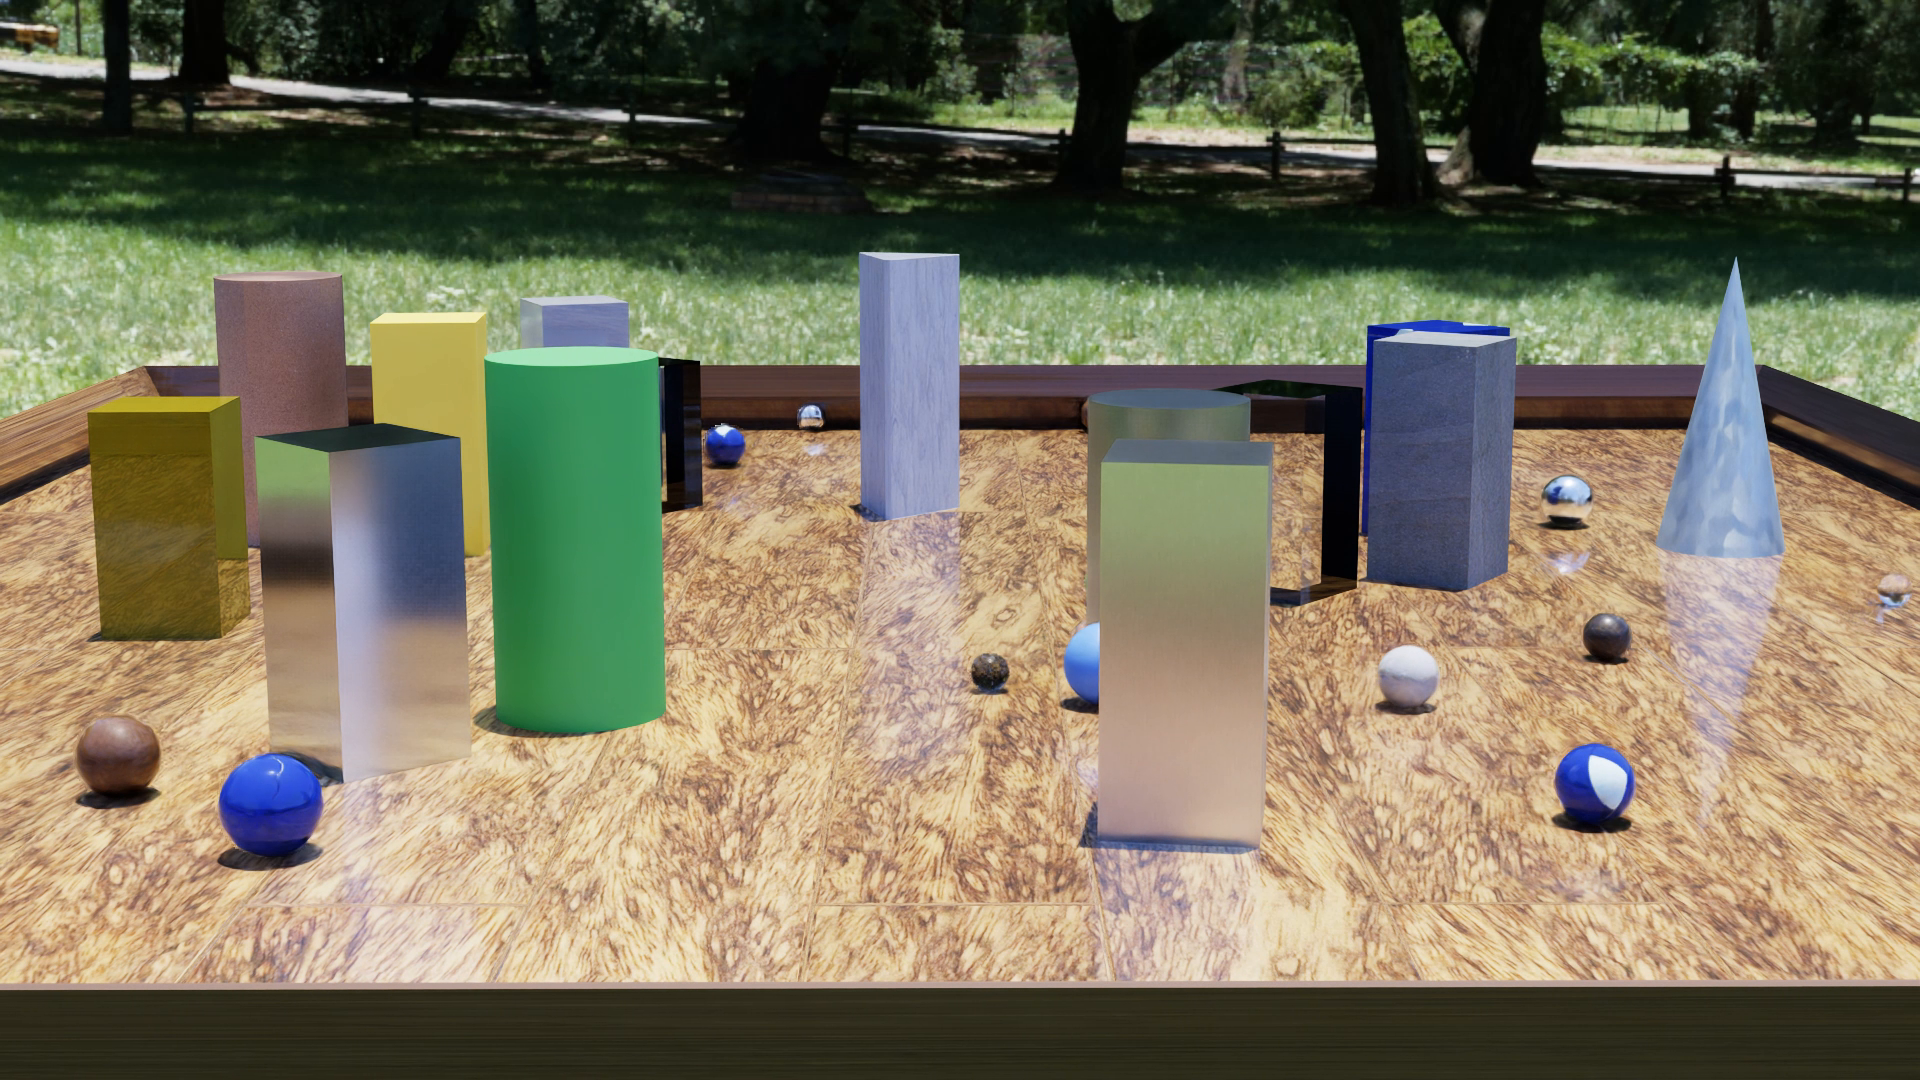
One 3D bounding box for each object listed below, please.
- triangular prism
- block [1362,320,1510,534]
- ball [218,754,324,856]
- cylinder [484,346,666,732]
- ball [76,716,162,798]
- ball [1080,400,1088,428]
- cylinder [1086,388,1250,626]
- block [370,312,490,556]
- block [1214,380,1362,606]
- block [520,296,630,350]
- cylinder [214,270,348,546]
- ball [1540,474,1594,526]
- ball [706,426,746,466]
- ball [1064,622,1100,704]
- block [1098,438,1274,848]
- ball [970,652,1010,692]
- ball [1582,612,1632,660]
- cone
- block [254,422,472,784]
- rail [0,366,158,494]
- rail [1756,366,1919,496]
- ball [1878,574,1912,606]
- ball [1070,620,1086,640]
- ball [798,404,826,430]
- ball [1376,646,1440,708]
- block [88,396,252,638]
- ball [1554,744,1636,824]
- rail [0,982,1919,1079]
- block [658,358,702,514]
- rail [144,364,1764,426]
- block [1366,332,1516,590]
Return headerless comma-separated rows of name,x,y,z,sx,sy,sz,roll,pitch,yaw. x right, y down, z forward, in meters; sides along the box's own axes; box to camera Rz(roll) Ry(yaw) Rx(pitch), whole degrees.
triangular prism,-0.111,-0.258,4.210,0.144,0.418,0.166,10,14,43
block,0.738,-0.169,3.988,0.153,0.325,0.153,-8,13,-35
ball,-0.640,0.246,2.383,0.095,0.095,0.095,0,11,0
cylinder,-0.431,-0.005,2.882,0.191,0.406,0.191,0,11,0
ball,-0.844,0.217,2.573,0.083,0.083,0.083,0,11,0
ball,0.275,-0.251,5.123,0.070,0.070,0.070,0,11,0
cylinder,0.247,-0.002,3.056,0.191,0.336,0.191,0,11,0
block,-0.795,-0.161,3.876,0.153,0.350,0.153,-1,11,-4
block,0.450,-0.069,3.564,0.153,0.283,0.153,8,13,38
block,-0.676,-0.264,4.520,0.153,0.317,0.153,-5,11,-23
cylinder,-1.046,-0.207,3.974,0.191,0.404,0.191,0,11,0
ball,0.966,-0.063,4.083,0.081,0.081,0.081,0,11,0
ball,-0.428,-0.172,4.688,0.073,0.073,0.073,0,11,0
ball,0.166,0.142,2.943,0.096,0.096,0.096,0,11,0
block,0.217,0.095,2.462,0.153,0.363,0.153,2,11,8
ball,0.035,0.155,3.009,0.046,0.046,0.046,0,11,0
ball,0.799,0.119,3.170,0.058,0.058,0.058,0,11,0
cone,1.160,-0.208,3.875,0.191,0.442,0.191,0,11,0
block,-0.627,0.061,2.702,0.153,0.342,0.153,-10,14,-42
rail,-1.611,0.034,3.440,0.045,0.124,3.536,0,11,0
rail,1.611,0.030,3.458,0.045,0.124,3.536,0,11,0
ball,1.268,0.068,3.479,0.045,0.045,0.045,0,11,0
ball,0.162,0.123,3.175,0.049,0.049,0.049,0,11,0
ball,-0.296,-0.245,5.138,0.054,0.054,0.054,0,11,0
ball,0.512,0.156,2.933,0.071,0.071,0.071,0,11,0
block,-1.025,-0.031,3.336,0.153,0.292,0.153,0,11,-1
ball,0.616,0.236,2.488,0.077,0.077,0.077,0,11,0
rail,0.010,0.351,1.734,3.270,0.124,0.045,0,11,0
block,-0.535,-0.173,4.234,0.153,0.242,0.153,8,13,35
rail,-0.010,-0.287,5.164,3.270,0.124,0.045,0,11,0
block,0.688,-0.117,3.663,0.153,0.341,0.153,7,13,32
